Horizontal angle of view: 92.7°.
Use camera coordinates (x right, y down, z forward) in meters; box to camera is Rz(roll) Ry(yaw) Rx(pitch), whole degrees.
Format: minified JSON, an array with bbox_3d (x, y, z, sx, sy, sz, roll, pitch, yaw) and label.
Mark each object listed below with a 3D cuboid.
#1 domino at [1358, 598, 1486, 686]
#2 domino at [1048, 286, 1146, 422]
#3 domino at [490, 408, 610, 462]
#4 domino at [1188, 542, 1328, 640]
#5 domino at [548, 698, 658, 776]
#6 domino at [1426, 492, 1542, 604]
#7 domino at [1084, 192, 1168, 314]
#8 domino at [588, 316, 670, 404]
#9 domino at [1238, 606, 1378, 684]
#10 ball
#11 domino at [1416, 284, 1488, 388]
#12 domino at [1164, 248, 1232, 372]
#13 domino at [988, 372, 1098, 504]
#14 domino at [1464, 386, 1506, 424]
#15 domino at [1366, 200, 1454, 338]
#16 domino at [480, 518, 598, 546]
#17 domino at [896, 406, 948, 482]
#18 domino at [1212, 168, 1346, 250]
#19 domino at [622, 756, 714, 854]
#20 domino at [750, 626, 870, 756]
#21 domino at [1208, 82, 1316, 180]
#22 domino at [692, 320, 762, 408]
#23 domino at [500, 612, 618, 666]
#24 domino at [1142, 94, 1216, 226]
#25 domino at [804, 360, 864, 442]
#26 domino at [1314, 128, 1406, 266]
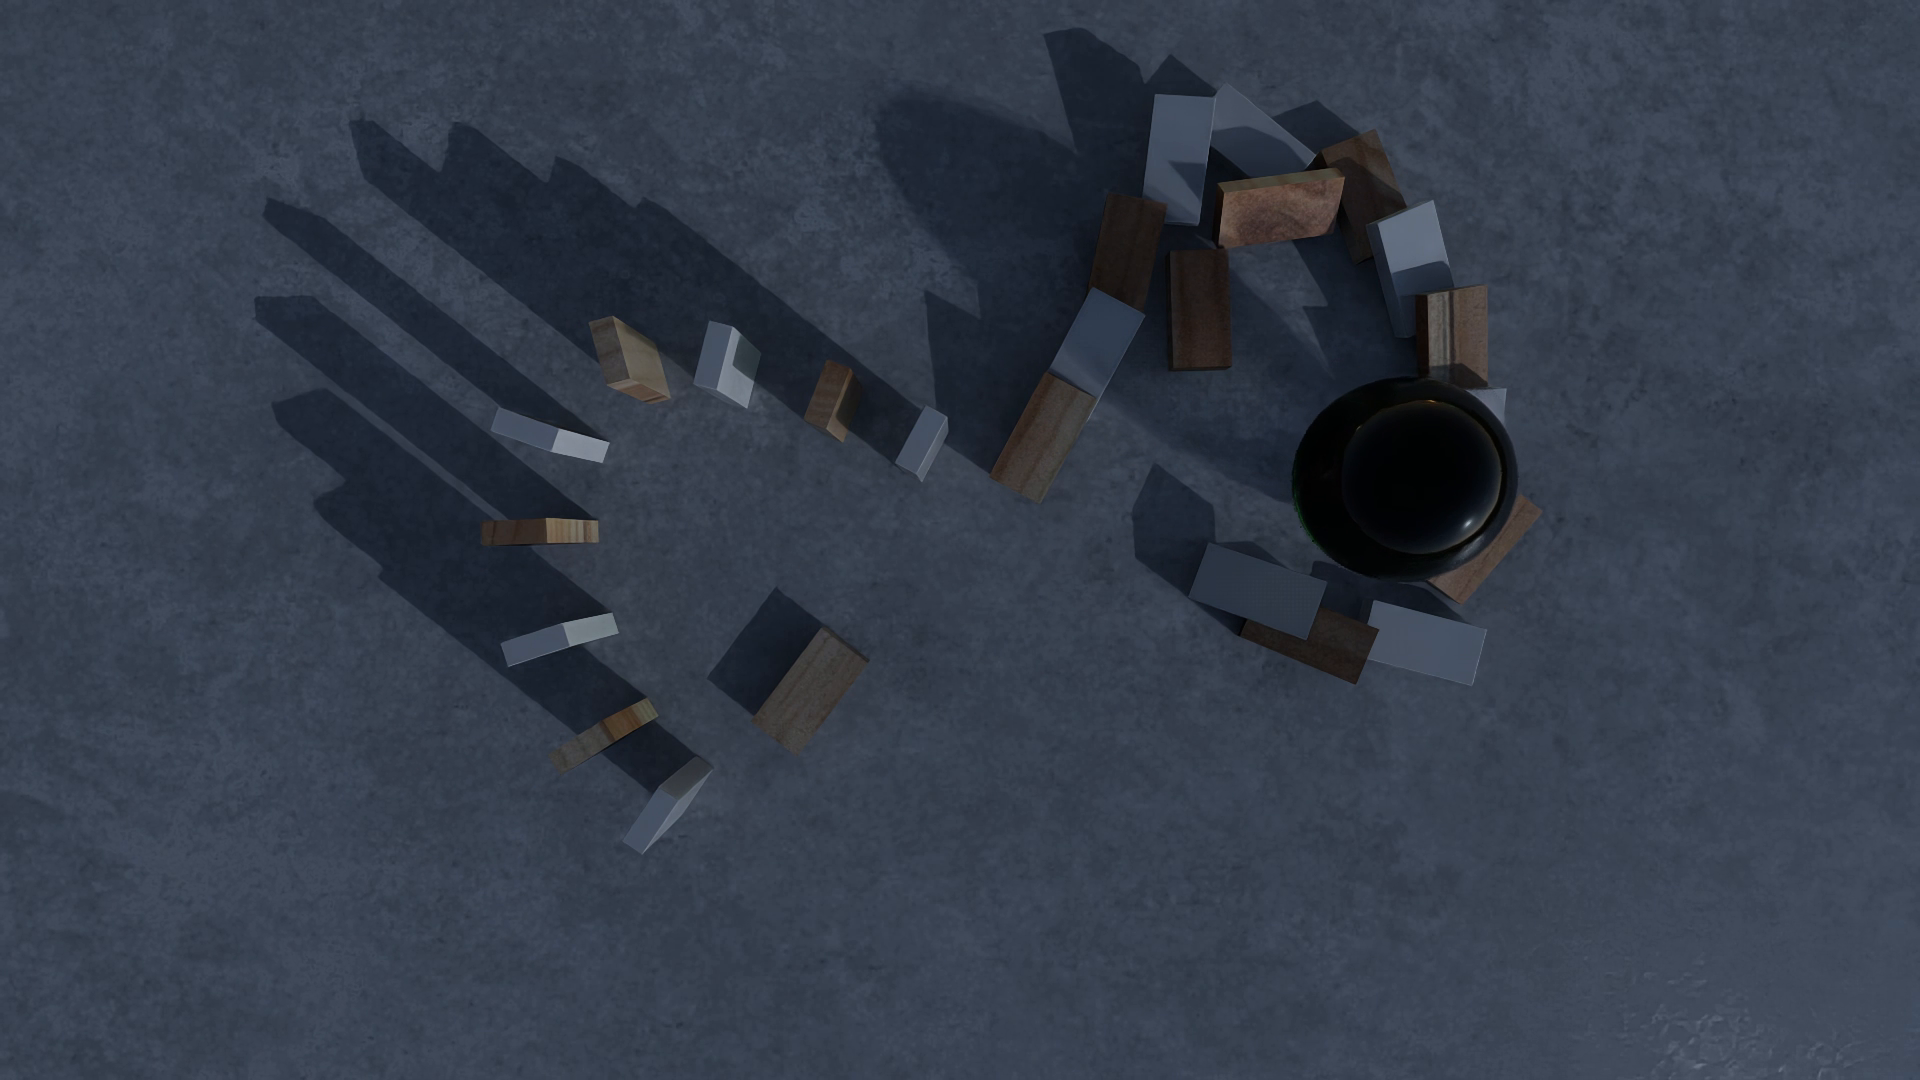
[{"bbox_3d":[0.197,0.044,0.395,0.050,0.009,0.025,15,90,0],"label":"domino"},{"bbox_3d":[0.055,-0.079,0.389,0.025,0.009,0.050,28,104,0],"label":"domino"},{"bbox_3d":[-0.166,-0.042,0.375,0.025,0.050,0.009,19,90,0],"label":"domino"},{"bbox_3d":[0.125,0.021,0.387,0.050,0.009,0.025,20,89,21],"label":"domino"},{"bbox_3d":[-0.145,0.079,0.375,0.025,0.050,0.009,-32,90,0],"label":"domino"},{"bbox_3d":[0.218,0.000,0.389,0.025,0.010,0.050,34,100,-9],"label":"domino"},{"bbox_3d":[0.069,-0.119,0.390,0.025,0.010,0.050,11,103,2],"label":"domino"},{"bbox_3d":[-0.134,-0.073,0.375,0.009,0.050,0.025,-16,90,0],"label":"domino"},{"bbox_3d":[0.148,0.040,0.390,0.050,0.009,0.025,23,90,12],"label":"domino"},{"bbox_3d":[0.173,-0.024,0.360,0.080,0.080,0.080,0,90,0],"label":"ball"},{"bbox_3d":[0.209,-0.081,0.389,0.025,0.009,0.050,-10,106,0],"label":"domino"},{"bbox_3d":[0.103,-0.099,0.395,0.025,0.010,0.050,-2,90,0],"label":"domino"},{"bbox_3d":[0.035,-0.043,0.390,0.025,0.009,0.050,28,104,0],"label":"domino"},{"bbox_3d":[0.215,-0.039,0.389,0.025,0.010,0.050,-3,104,0],"label":"domino"},{"bbox_3d":[0.193,-0.114,0.389,0.025,0.010,0.050,-23,105,0],"label":"domino"},{"bbox_3d":[-0.170,-0.003,0.375,0.025,0.050,0.010,-3,90,0],"label":"domino"},{"bbox_3d":[-0.015,-0.038,0.375,0.010,0.050,0.025,28,90,0],"label":"domino"},{"bbox_3d":[0.134,-0.140,0.388,0.050,0.025,0.009,-7,45,0],"label":"domino"},{"bbox_3d":[-0.118,0.107,0.375,0.010,0.050,0.025,34,90,0],"label":"domino"},{"bbox_3d":[-0.064,0.065,0.395,0.025,0.010,0.050,37,90,0],"label":"domino"},{"bbox_3d":[0.125,-0.170,0.395,0.050,0.010,0.025,39,90,0],"label":"domino"},{"bbox_3d":[-0.094,-0.071,0.375,0.010,0.050,0.025,14,90,0],"label":"domino"},{"bbox_3d":[-0.162,0.040,0.375,0.025,0.050,0.010,-18,90,0],"label":"domino"},{"bbox_3d":[0.092,-0.161,0.389,0.025,0.009,0.050,7,101,7],"label":"domino"},{"bbox_3d":[-0.051,-0.056,0.375,0.009,0.050,0.025,22,90,0],"label":"domino"},{"bbox_3d":[0.175,-0.148,0.395,0.025,0.009,0.050,-22,90,0],"label":"domino"}]
